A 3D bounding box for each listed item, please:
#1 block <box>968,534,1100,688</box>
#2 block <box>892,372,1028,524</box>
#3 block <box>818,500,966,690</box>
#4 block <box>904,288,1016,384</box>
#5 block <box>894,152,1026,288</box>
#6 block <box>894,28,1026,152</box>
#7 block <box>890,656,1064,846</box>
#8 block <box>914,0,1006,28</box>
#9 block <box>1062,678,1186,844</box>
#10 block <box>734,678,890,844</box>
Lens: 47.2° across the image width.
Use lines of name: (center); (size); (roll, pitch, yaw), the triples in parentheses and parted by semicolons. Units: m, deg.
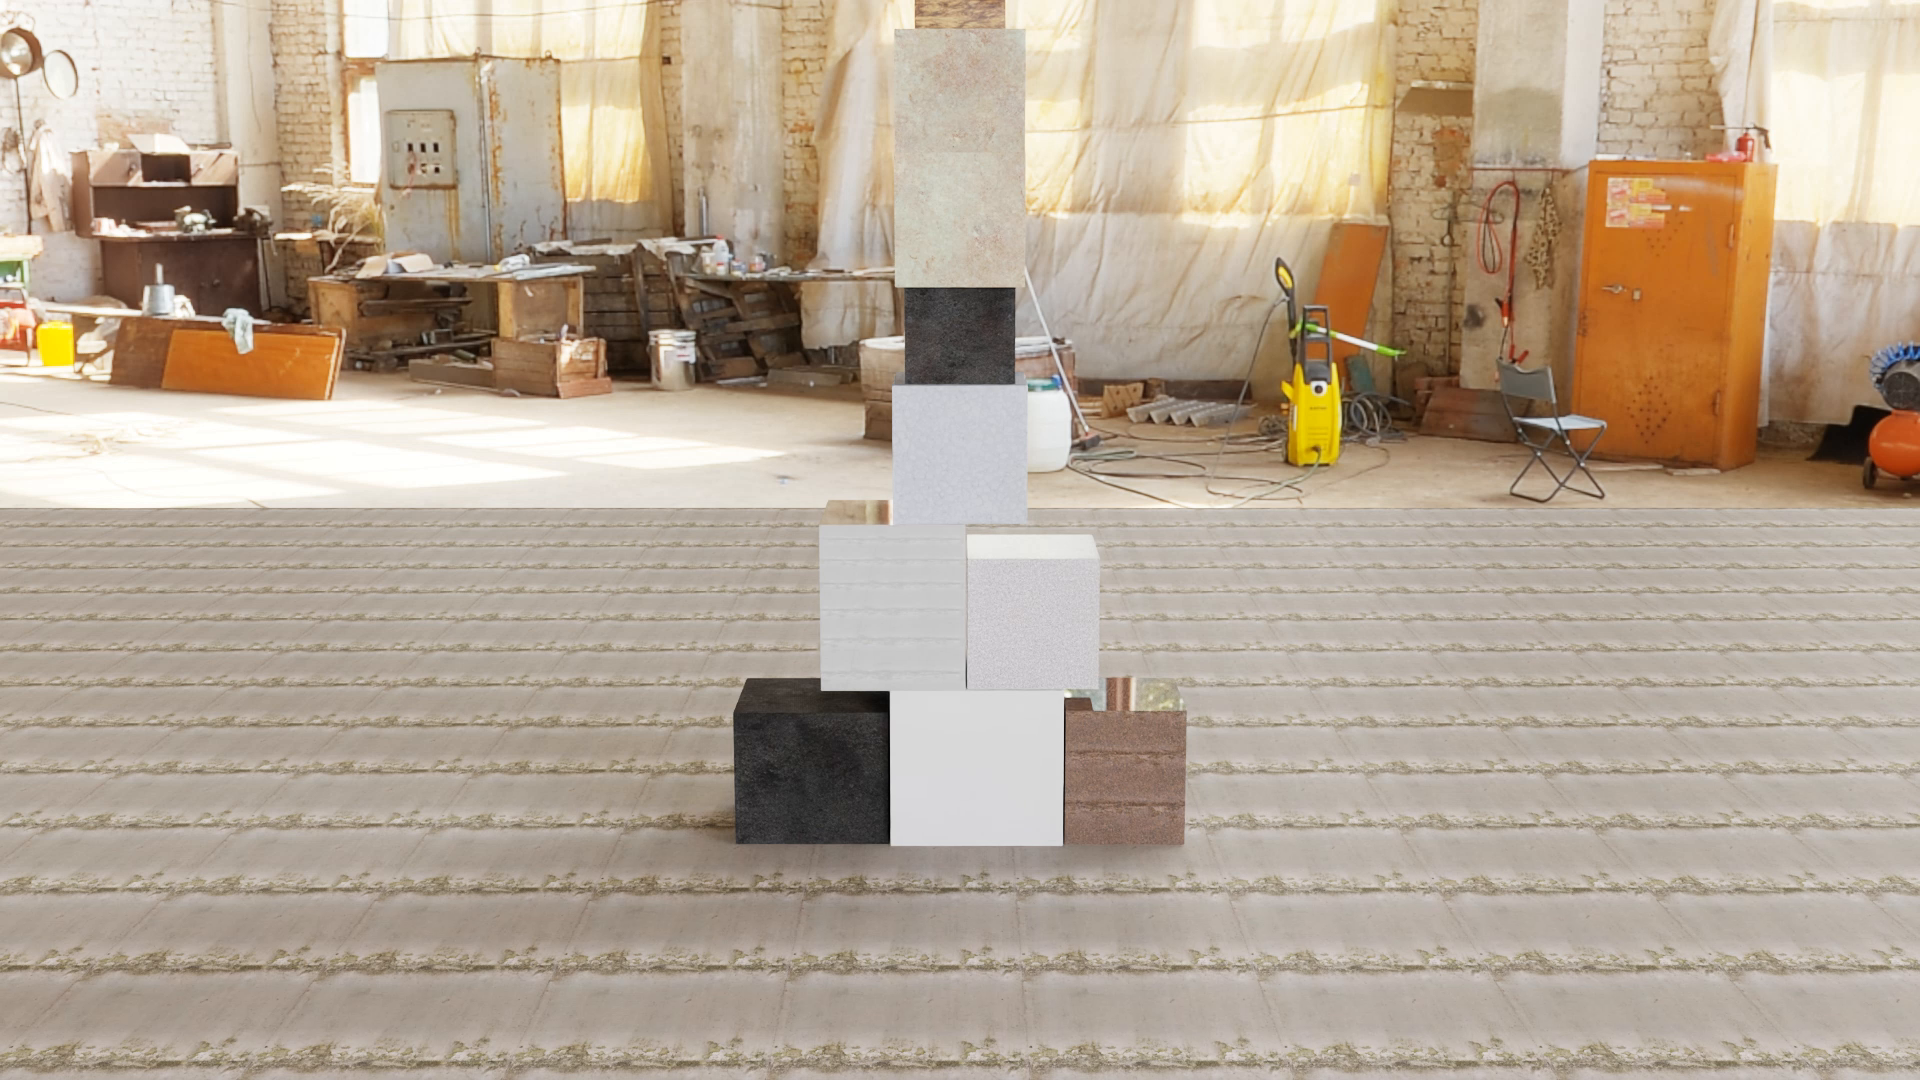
block: (0.365, 0.358, 11.249); (0.655, 0.662, 0.671); (0, 10, 0)
block: (0.000, -0.474, 11.085); (0.660, 0.682, 0.653); (0, 10, 0)
block: (-0.332, 0.270, 11.244); (0.719, 0.838, 0.768); (0, 10, 0)
block: (0.000, -1.047, 11.002); (0.540, 0.476, 0.574); (0, 10, 0)
block: (0.000, -1.595, 10.889); (0.629, 0.643, 0.630); (0, 10, 0)
block: (0.000, -2.199, 10.796); (0.626, 0.578, 0.587); (0, 10, 0)
block: (0.085, 1.078, 11.390); (0.867, 0.804, 0.759); (0, 10, 0)
block: (0.000, -2.741, 10.690); (0.437, 0.526, 0.435); (0, 10, 0)
block: (0.831, 1.134, 11.382); (0.605, 0.697, 0.687); (0, 10, 0)
block: (-0.746, 1.136, 11.405); (0.774, 0.685, 0.721); (0, 10, 0)
